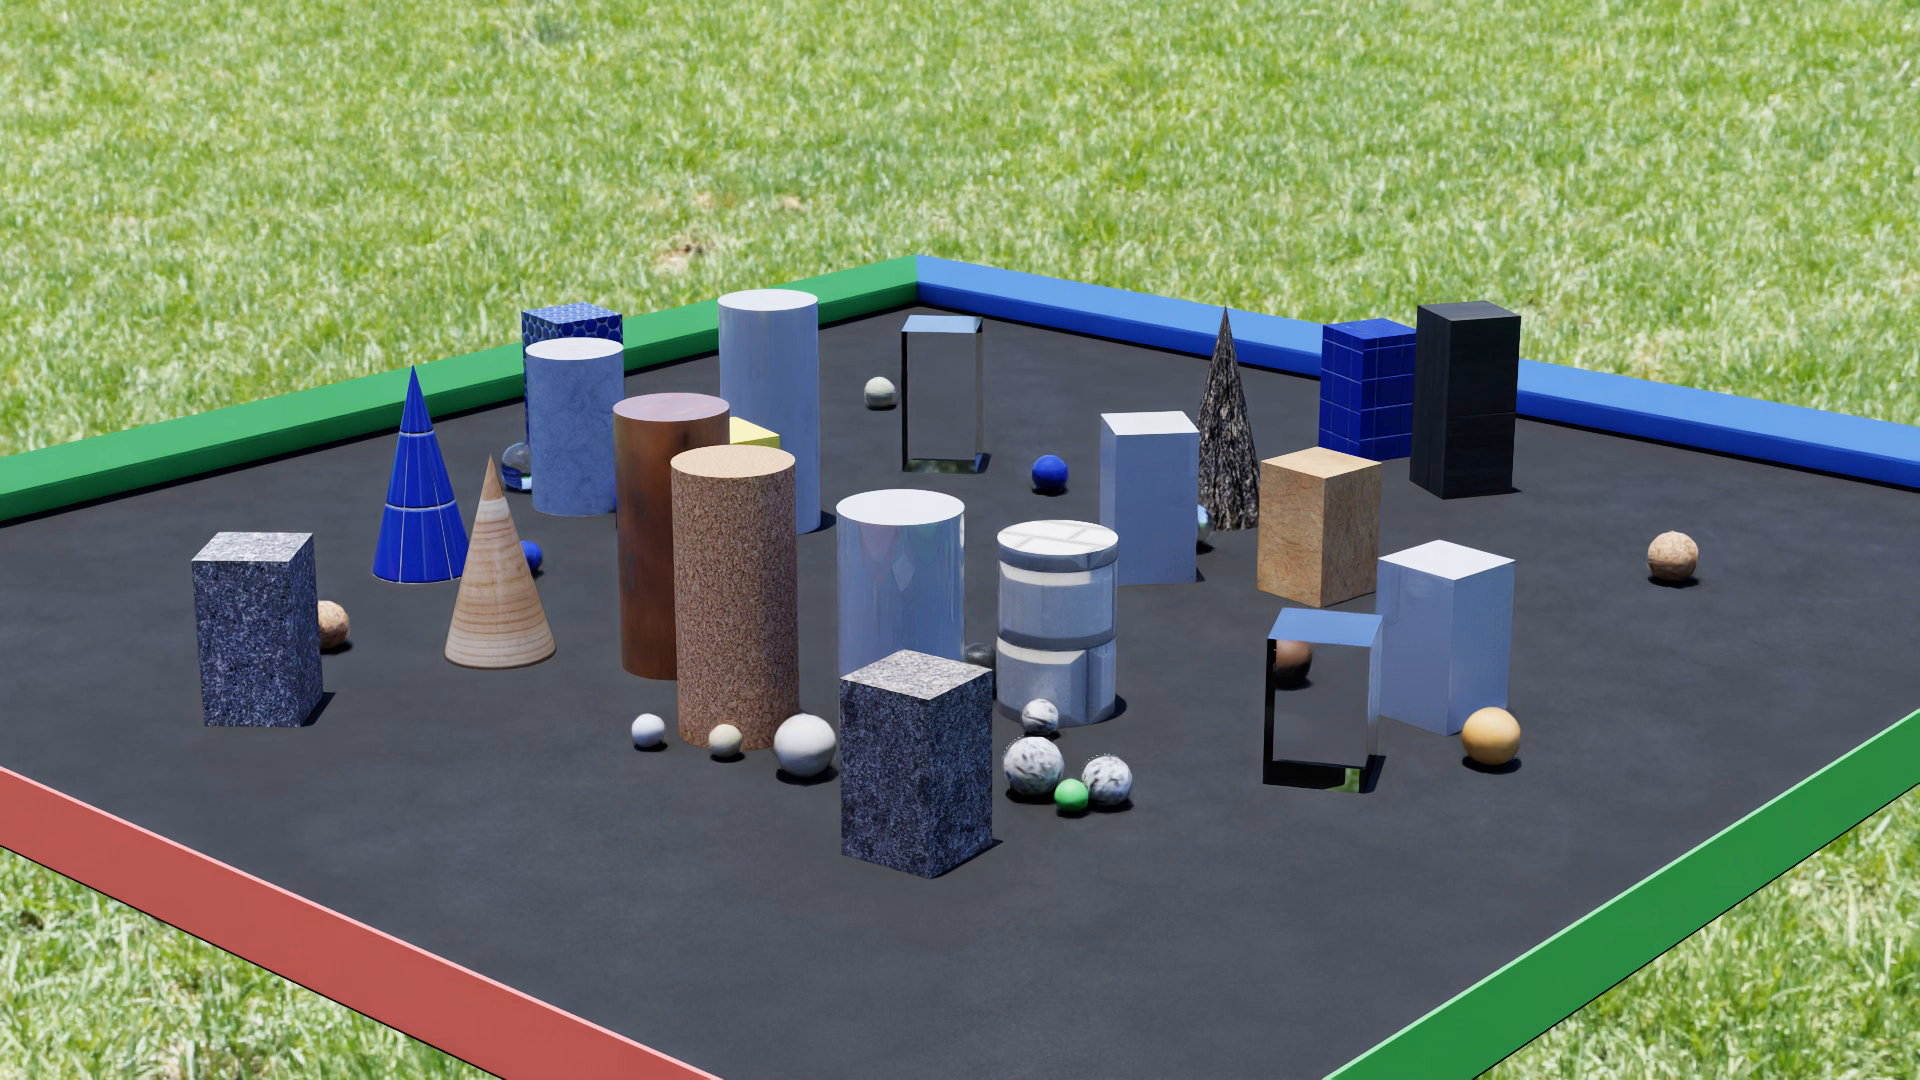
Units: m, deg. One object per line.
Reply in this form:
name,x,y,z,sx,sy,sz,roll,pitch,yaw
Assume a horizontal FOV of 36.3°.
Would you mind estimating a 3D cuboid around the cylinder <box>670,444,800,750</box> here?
cylinder,-0.337,0.086,4.413,0.185,0.425,0.185,0,17,0

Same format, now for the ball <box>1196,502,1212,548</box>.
ball,0.416,-0.029,5.369,0.091,0.091,0.091,0,17,0

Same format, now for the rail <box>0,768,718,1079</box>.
rail,-1.123,0.405,3.884,3.309,0.120,0.045,14,22,39

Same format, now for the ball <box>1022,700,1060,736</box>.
ball,0.122,0.269,4.443,0.056,0.056,0.056,0,17,0

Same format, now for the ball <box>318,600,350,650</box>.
ball,-1.047,0.140,4.831,0.080,0.080,0.080,0,17,0

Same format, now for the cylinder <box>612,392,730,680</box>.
cylinder,-0.458,-0.007,4.715,0.185,0.428,0.185,0,17,0

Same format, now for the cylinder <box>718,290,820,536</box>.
cylinder,-0.355,-0.237,5.471,0.185,0.431,0.185,0,17,0

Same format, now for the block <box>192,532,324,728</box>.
block,-1.080,0.137,4.519,0.148,0.266,0.148,1,17,2

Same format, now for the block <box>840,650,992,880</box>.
block,-0.059,0.303,3.990,0.148,0.255,0.148,12,20,33

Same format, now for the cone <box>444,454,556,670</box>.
cone,-0.756,0.022,4.773,0.185,0.338,0.185,0,17,0

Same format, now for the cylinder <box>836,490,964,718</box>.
cylinder,-0.086,0.142,4.278,0.185,0.396,0.185,0,17,0

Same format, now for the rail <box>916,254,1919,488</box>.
rail,1.123,-0.345,6.359,3.309,0.120,0.045,14,22,39

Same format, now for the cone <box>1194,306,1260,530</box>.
cone,0.495,-0.242,5.515,0.185,0.413,0.185,0,17,0

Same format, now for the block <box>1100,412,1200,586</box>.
block,0.334,-0.075,5.203,0.148,0.275,0.148,-2,17,-7

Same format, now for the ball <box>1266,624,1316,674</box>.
ball,0.533,0.175,4.714,0.079,0.079,0.079,0,17,0

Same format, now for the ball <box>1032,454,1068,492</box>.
ball,0.176,-0.131,5.736,0.073,0.073,0.073,0,17,0

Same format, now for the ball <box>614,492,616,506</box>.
ball,-0.609,-0.077,5.535,0.088,0.088,0.088,0,17,0

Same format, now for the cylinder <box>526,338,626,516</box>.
cylinder,-0.734,-0.218,5.623,0.185,0.306,0.185,0,17,0

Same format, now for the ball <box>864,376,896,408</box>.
ball,-0.175,-0.321,6.375,0.067,0.067,0.067,0,17,0

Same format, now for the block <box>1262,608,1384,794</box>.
block,0.530,0.232,4.277,0.148,0.223,0.148,4,17,14

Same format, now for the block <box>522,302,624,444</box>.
block,-0.780,-0.310,5.929,0.148,0.305,0.148,-12,21,-35

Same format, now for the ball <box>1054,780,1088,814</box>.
ball,0.158,0.363,4.148,0.049,0.049,0.049,0,17,0

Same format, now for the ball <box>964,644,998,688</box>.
ball,0.029,0.203,4.626,0.078,0.078,0.078,0,17,0

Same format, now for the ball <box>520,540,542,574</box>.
ball,-0.775,0.032,5.219,0.062,0.062,0.062,0,17,0

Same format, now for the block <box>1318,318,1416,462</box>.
block,0.840,-0.306,5.996,0.148,0.258,0.148,-8,19,-26

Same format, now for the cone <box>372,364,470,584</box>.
cone,-0.961,-0.130,5.207,0.185,0.378,0.185,0,17,0

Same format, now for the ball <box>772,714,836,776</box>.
ball,-0.227,0.300,4.281,0.092,0.092,0.092,0,17,0

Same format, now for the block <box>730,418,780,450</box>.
block,-0.403,-0.024,4.949,0.148,0.326,0.148,-11,20,-32

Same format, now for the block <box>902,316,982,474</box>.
block,-0.035,-0.294,5.902,0.148,0.289,0.148,2,17,5

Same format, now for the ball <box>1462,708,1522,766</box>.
ball,0.784,0.290,4.324,0.087,0.087,0.087,0,17,0

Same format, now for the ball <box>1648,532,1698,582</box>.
ball,1.260,0.030,5.180,0.089,0.089,0.089,0,17,0

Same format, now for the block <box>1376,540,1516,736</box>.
block,0.742,0.149,4.509,0.148,0.249,0.148,-15,22,-40

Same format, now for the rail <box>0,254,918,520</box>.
rail,-1.231,-0.280,6.144,0.045,0.120,3.472,14,22,39

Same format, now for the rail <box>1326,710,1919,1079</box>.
rail,1.231,0.340,4.098,0.045,0.120,3.472,14,22,39

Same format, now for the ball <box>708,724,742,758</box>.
ball,-0.348,0.299,4.356,0.051,0.051,0.051,0,17,0

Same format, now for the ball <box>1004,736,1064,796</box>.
ball,0.106,0.325,4.208,0.087,0.087,0.087,0,17,0

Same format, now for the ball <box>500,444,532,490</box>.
ball,-0.858,-0.145,5.753,0.091,0.091,0.091,0,17,0

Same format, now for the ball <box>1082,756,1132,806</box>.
ball,0.210,0.343,4.173,0.072,0.072,0.072,0,17,0

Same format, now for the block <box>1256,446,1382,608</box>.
block,0.625,-0.024,5.108,0.148,0.232,0.148,-14,22,-40

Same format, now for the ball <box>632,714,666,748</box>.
ball,-0.467,0.286,4.398,0.051,0.051,0.051,0,17,0

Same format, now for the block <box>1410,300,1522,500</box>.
block,0.985,-0.274,5.725,0.148,0.355,0.148,-5,18,-17

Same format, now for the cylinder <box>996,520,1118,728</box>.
cylinder,0.150,0.128,4.529,0.185,0.277,0.185,0,17,0
